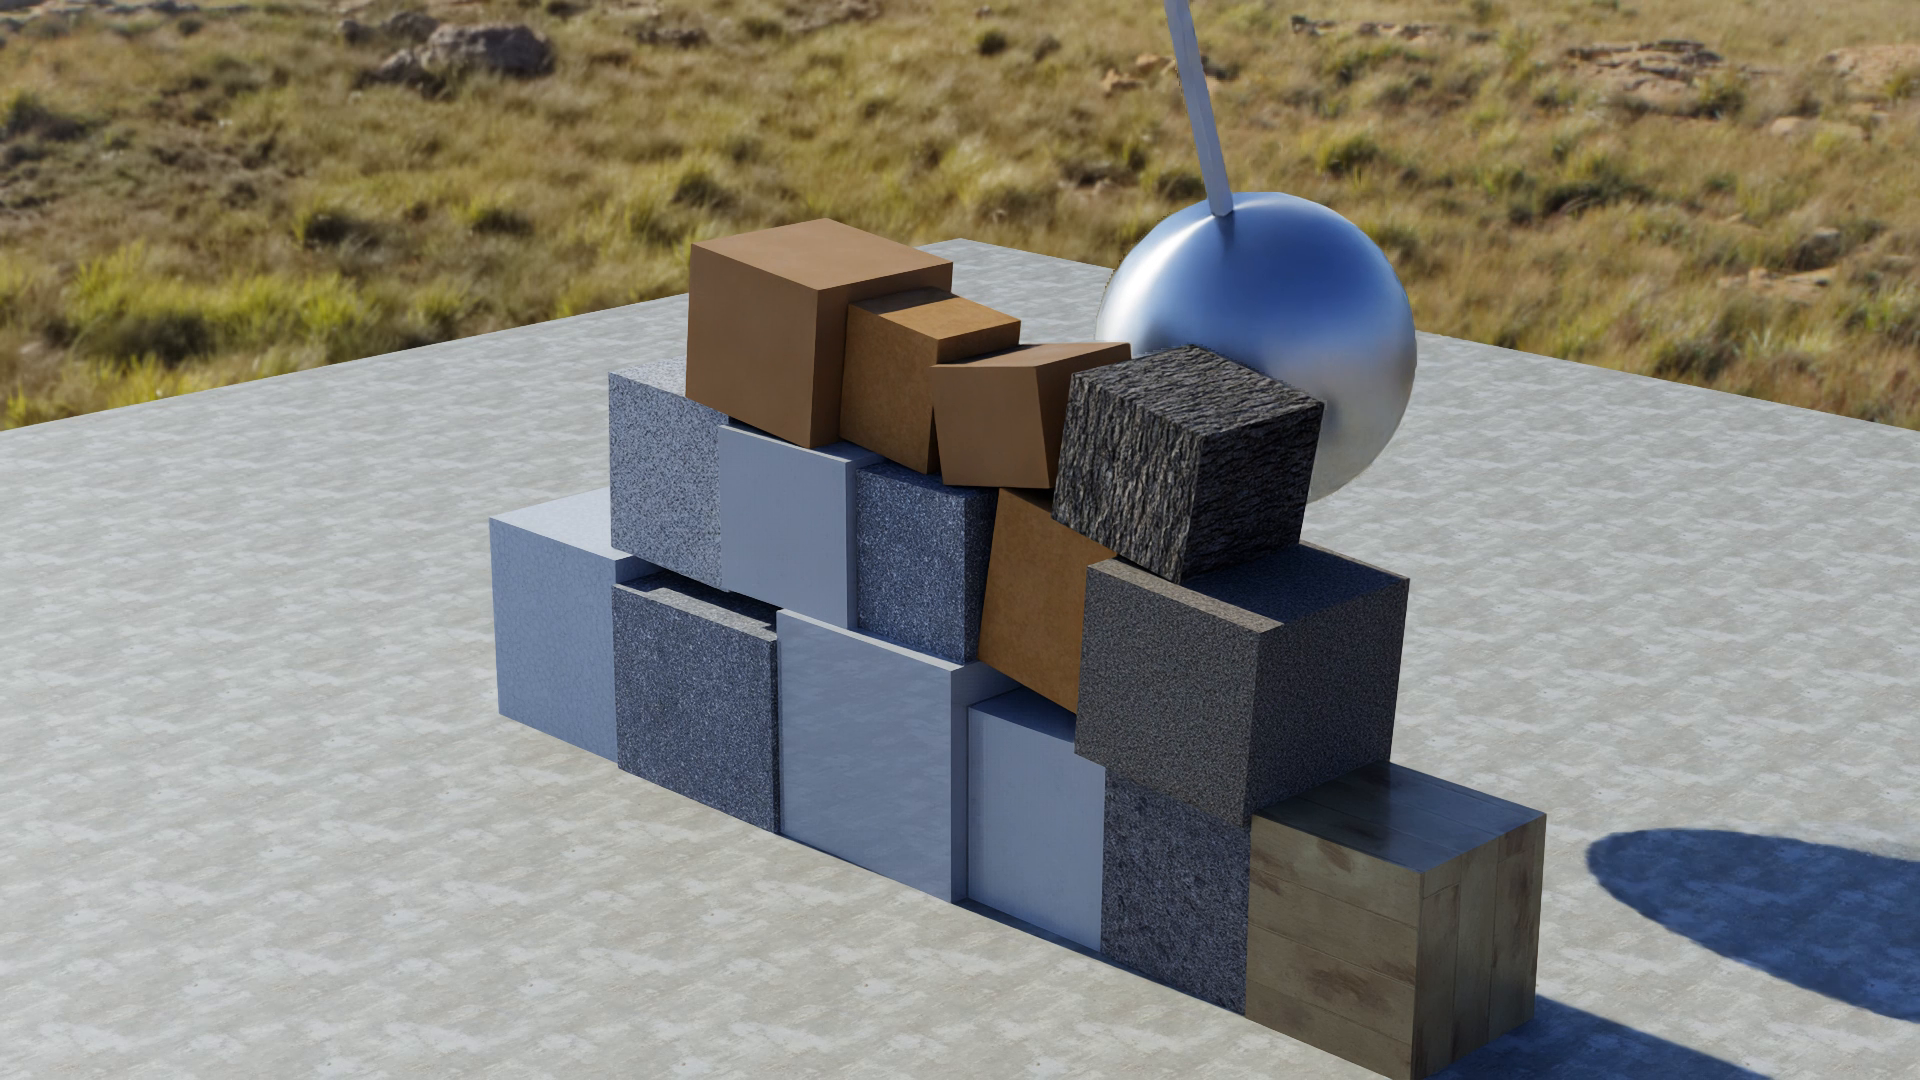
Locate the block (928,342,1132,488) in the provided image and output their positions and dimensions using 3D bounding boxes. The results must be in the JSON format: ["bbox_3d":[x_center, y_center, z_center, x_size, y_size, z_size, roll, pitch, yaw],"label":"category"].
[{"bbox_3d":[0.334,-0.552,12.837,0.636,0.526,0.615,3,14,44],"label":"block"}]

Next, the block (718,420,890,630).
[{"bbox_3d":[-0.511,-0.154,13.815,0.880,0.792,0.873,-17,24,-42],"label":"block"}]

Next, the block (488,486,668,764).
[{"bbox_3d":[-1.698,0.398,15.269,1.030,1.084,1.036,-17,24,-42],"label":"block"}]

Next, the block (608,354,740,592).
[{"bbox_3d":[-1.136,-0.367,14.425,0.780,0.903,0.896,-17,26,-42],"label":"block"}]

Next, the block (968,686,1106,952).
[{"bbox_3d":[0.601,1.179,13.065,0.776,0.916,0.816,-17,24,-42],"label":"block"}]

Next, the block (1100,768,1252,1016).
[{"bbox_3d":[1.206,1.370,12.531,0.881,0.861,0.807,-17,25,-42],"label":"block"}]

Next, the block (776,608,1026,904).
[{"bbox_3d":[-0.094,0.875,13.710,0.996,1.109,1.146,-17,24,-42],"label":"block"}]

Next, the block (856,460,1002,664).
[{"bbox_3d":[0.041,0.032,13.286,0.687,0.753,0.750,17,24,42],"label":"block"}]

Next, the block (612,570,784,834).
[{"bbox_3d":[-0.918,0.694,14.525,1.078,0.967,1.175,-17,24,-42],"label":"block"}]

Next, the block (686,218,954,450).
[{"bbox_3d":[-0.665,-0.984,13.738,0.873,0.754,0.852,23,28,40],"label":"block"}]

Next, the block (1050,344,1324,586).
[{"bbox_3d":[0.948,-0.330,12.280,0.758,0.659,0.741,-16,33,-42],"label":"block"}]

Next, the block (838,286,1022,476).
[{"bbox_3d":[-0.139,-0.731,13.285,0.526,0.637,0.575,-17,31,-43],"label":"block"}]

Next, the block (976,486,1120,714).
[{"bbox_3d":[0.595,0.209,12.801,0.651,0.826,0.698,-17,33,-42],"label":"block"}]

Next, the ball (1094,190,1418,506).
[{"bbox_3d":[1.467,-0.931,14.587,1.600,1.600,1.600,0,17,0],"label":"ball"}]

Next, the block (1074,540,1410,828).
[{"bbox_3d":[1.174,0.530,12.268,0.976,0.849,0.924,-17,28,-42],"label":"block"}]

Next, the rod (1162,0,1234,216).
[{"bbox_3d":[0.636,-3.725,12.837,0.080,5.200,0.080,17,44,42],"label":"rod"}]

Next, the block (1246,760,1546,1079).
[{"bbox_3d":[1.769,1.535,11.944,0.846,0.909,0.837,-17,24,-42],"label":"block"}]
